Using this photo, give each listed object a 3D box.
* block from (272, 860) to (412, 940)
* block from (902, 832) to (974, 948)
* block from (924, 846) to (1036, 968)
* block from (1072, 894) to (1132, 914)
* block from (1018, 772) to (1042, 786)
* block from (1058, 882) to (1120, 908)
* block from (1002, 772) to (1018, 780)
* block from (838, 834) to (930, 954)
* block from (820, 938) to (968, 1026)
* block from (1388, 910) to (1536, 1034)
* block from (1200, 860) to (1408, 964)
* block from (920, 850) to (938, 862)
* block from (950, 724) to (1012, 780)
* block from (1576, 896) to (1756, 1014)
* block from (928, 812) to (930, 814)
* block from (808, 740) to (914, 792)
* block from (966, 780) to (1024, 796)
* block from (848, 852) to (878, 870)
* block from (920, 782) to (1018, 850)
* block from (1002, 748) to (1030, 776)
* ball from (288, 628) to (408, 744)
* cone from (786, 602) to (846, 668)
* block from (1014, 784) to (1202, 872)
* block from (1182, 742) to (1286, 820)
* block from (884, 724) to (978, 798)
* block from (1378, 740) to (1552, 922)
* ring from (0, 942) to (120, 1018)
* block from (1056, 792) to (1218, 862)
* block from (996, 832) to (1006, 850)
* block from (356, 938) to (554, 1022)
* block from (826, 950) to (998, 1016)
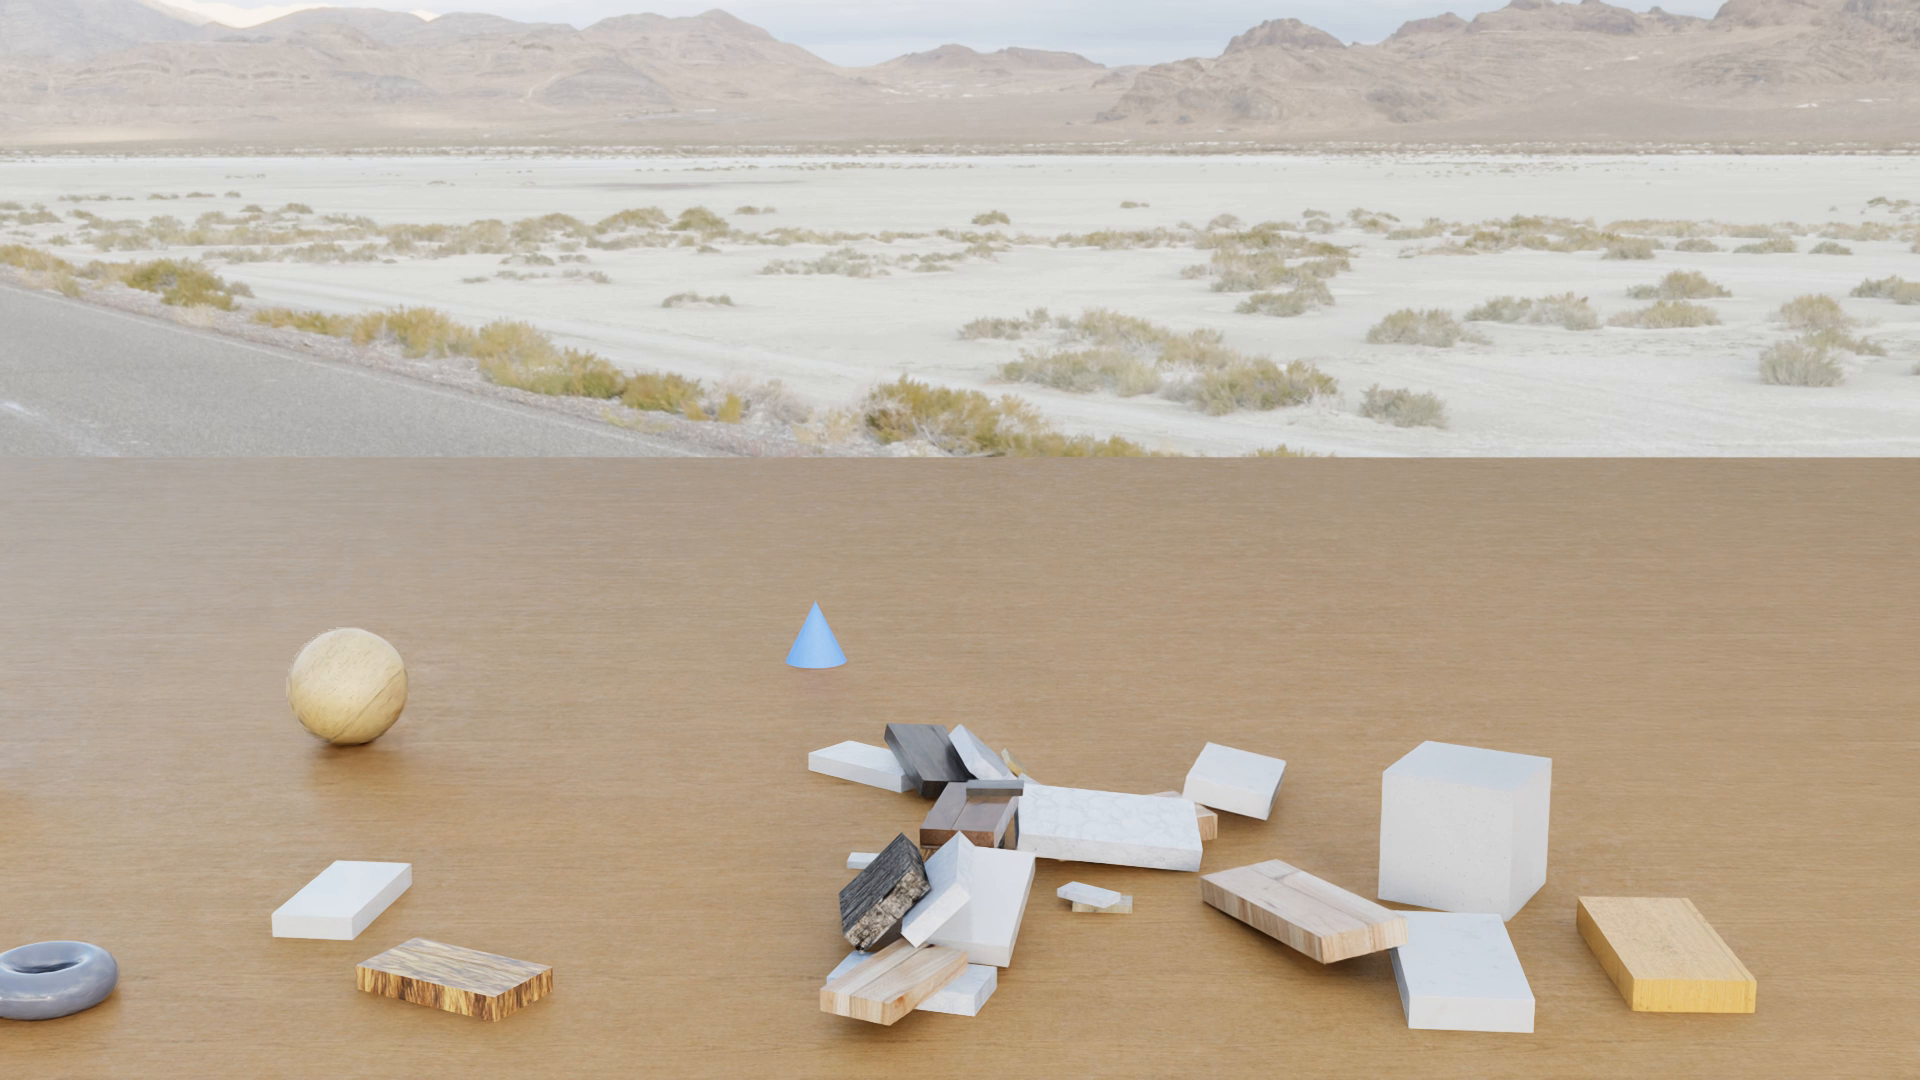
[{"bbox_3d":[-1.005,0.586,3.589,0.131,0.037,0.262,1,11,6],"label":"block"},{"bbox_3d":[-0.033,0.530,3.358,0.113,0.032,0.244,-43,7,8],"label":"block"},{"bbox_3d":[0.033,0.567,3.428,0.131,0.037,0.262,5,25,9],"label":"block"},{"bbox_3d":[0.234,0.595,3.602,0.097,0.014,0.049,1,11,5],"label":"block"},{"bbox_3d":[0.140,0.474,4.186,0.050,0.014,0.099,32,5,-11],"label":"block"},{"bbox_3d":[0.211,0.581,3.604,0.094,0.013,0.047,8,13,37],"label":"block"},{"bbox_3d":[0.053,0.481,3.921,0.019,0.137,0.068,36,11,-3],"label":"block"},{"bbox_3d":[-0.121,0.549,3.443,0.144,0.041,0.287,-44,6,-1],"label":"block"},{"bbox_3d":[-0.093,0.634,3.168,0.113,0.032,0.227,6,12,28],"label":"block"},{"bbox_3d":[0.739,0.638,3.275,0.174,0.049,0.347,1,11,5],"label":"block"},{"bbox_3d":[0.534,0.580,3.465,0.144,0.041,0.412,-9,7,-19],"label":"block"},{"bbox_3d":[-0.006,0.574,3.499,0.123,0.035,0.247,0,25,-1],"label":"block"},{"bbox_3d":[0.052,0.433,4.218,0.121,0.034,0.243,42,2,-14],"label":"block"},{"bbox_3d":[1.066,0.626,3.341,0.174,0.049,0.347,0,11,2],"label":"block"},{"bbox_3d":[-0.030,0.517,4.025,0.049,0.014,0.097,-1,11,-7],"label":"block"},{"bbox_3d":[-0.169,0.447,4.347,0.243,0.034,0.122,9,14,39],"label":"block"},{"bbox_3d":[0.061,0.425,3.774,0.097,0.014,0.049,0,12,4],"label":"block"},{"bbox_3d":[-0.145,0.557,3.810,0.094,0.013,0.047,1,11,7],"label":"block"},{"bbox_3d":[0.018,0.465,3.707,0.123,0.035,0.247,1,12,11],"label":"block"},{"bbox_3d":[0.109,0.443,4.341,0.049,0.014,0.099,40,5,-10],"label":"block"},{"bbox_3d":[-1.265,0.303,4.553,0.241,0.241,0.241,0,11,0],"label":"ball"},{"bbox_3d":[-0.346,0.218,5.270,0.147,0.147,0.147,0,11,0],"label":"cone"},{"bbox_3d":[0.255,0.499,3.827,0.316,0.045,0.158,6,26,-3],"label":"block"},{"bbox_3d":[0.521,0.453,4.152,0.158,0.045,0.316,13,9,12],"label":"block"},{"bbox_3d":[-0.053,0.427,4.275,0.121,0.034,0.243,4,21,-21],"label":"block"},{"bbox_3d":[0.842,0.480,3.664,0.218,0.218,0.218,6,12,30],"label":"block"},{"bbox_3d":[-1.334,0.642,3.213,0.197,0.066,0.197,1,11,0],"label":"ring"},{"bbox_3d":[0.286,0.513,3.959,0.316,0.045,0.158,-5,11,-23],"label":"block"},{"bbox_3d":[0.004,0.543,3.648,0.123,0.035,0.247,3,25,5],"label":"block"},{"bbox_3d":[-0.748,0.648,3.254,0.262,0.037,0.131,6,12,28],"label":"block"},{"bbox_3d":[-0.070,0.653,3.244,0.227,0.032,0.113,3,11,17],"label":"block"}]
